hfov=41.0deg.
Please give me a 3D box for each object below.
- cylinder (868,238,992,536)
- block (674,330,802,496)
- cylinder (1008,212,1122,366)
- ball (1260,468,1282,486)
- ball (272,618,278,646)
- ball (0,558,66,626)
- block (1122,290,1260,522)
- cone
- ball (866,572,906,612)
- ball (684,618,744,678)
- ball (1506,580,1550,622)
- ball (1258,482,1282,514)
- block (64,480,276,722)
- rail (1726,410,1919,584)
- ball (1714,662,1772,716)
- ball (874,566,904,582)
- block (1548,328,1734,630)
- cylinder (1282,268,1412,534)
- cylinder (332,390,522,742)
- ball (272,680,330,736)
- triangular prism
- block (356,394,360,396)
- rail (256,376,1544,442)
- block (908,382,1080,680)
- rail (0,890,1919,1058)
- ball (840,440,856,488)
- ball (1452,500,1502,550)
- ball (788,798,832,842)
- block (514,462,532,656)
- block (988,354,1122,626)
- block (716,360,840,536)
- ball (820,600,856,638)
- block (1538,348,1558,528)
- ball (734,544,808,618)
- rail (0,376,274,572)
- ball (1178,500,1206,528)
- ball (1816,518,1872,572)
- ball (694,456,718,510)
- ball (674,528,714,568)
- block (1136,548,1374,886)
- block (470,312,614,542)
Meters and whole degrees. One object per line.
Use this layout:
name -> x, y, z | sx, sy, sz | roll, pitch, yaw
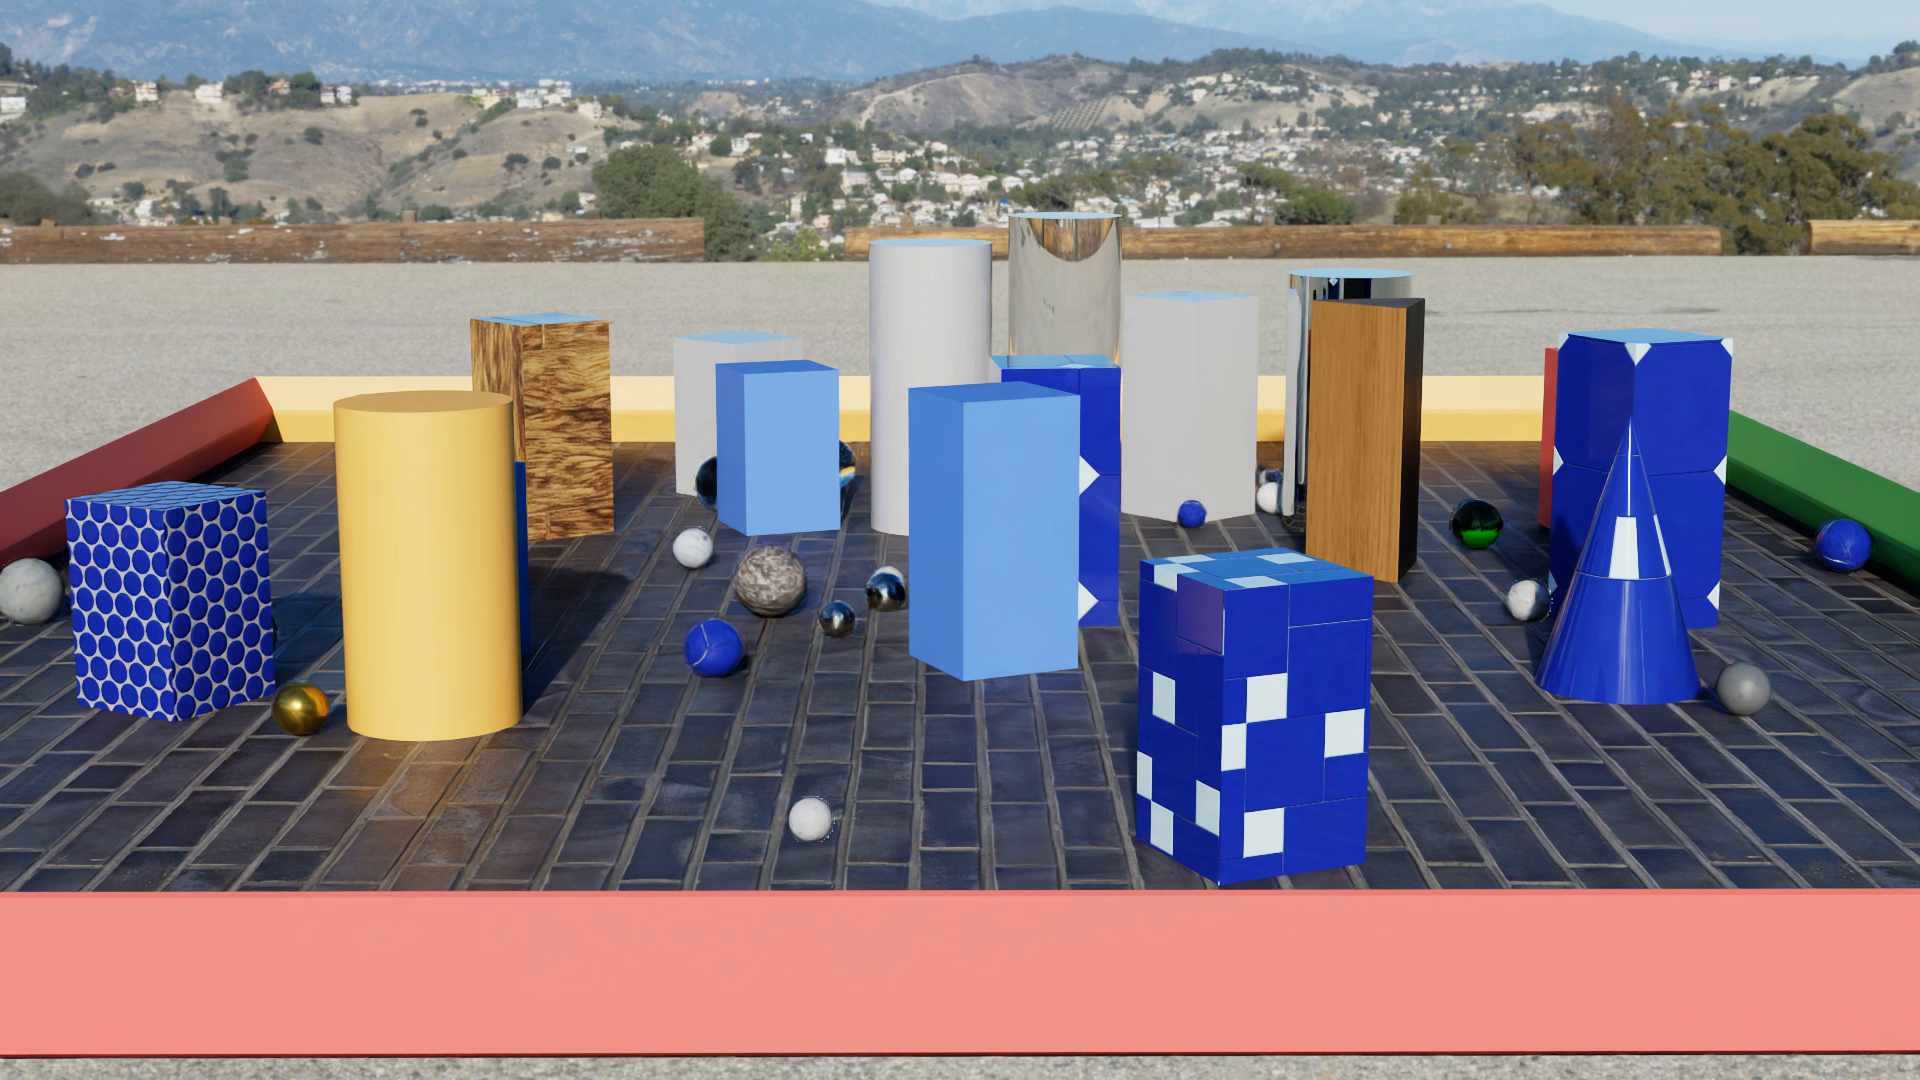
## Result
cylinder -> -0.046, -0.245, 4.060 | 0.194, 0.450, 0.194 | 0, 11, 0
block -> -0.378, -0.214, 4.392 | 0.155, 0.268, 0.155 | 10, 14, 43
cylinder -> 0.179, -0.322, 4.416 | 0.194, 0.472, 0.194 | 0, 11, 0
ball -> 0.537, -0.104, 4.420 | 0.043, 0.043, 0.043 | 0, 11, 0
ball -> -0.877, 0.115, 3.149 | 0.076, 0.076, 0.076 | 0, 11, 0
ball -> -1.221, 0.068, 3.369 | 0.088, 0.088, 0.088 | 0, 11, 0
block -> 0.375, -0.220, 4.183 | 0.155, 0.356, 0.155 | -9, 14, -41
cone -> 0.782, 0.013, 3.020 | 0.194, 0.323, 0.194 | 0, 11, 0
ball -> -0.100, 0.070, 3.447 | 0.055, 0.055, 0.055 | 0, 11, 0
ball -> -0.296, 0.130, 3.081 | 0.071, 0.071, 0.071 | 0, 11, 0
ball -> 0.749, 0.081, 3.384 | 0.057, 0.057, 0.057 | 0, 11, 0
ball -> 0.513, -0.069, 4.202 | 0.053, 0.053, 0.053 | 0, 11, 0
block -> -0.909, 0.067, 2.958 | 0.155, 0.240, 0.155 | 6, 12, 29
rail -> 1.338, 0.031, 3.457 | 0.045, 0.126, 3.162 | 0, 11, 0
ball -> 0.885, 0.168, 2.900 | 0.061, 0.061, 0.061 | 0, 11, 0
ball -> -0.099, 0.059, 3.534 | 0.046, 0.046, 0.046 | 0, 11, 0
block -> 0.891, -0.080, 3.370 | 0.155, 0.378, 0.155 | -5, 12, -24
cylinder -> 0.609, -0.219, 4.047 | 0.194, 0.404, 0.194 | 0, 11, 0
cylinder -> -0.591, 0.024, 2.858 | 0.194, 0.360, 0.194 | 0, 11, 0
ball -> -0.724, 0.185, 2.817 | 0.060, 0.060, 0.060 | 0, 11, 0
triangular prism -> 0.618, -0.152, 3.724 | 0.146, 0.390, 0.168 | -9, 14, -40
block -> -0.784, -0.069, 3.639 | 0.155, 0.259, 0.155 | 0, 11, -3
rail -> -0.009, -0.252, 4.980 | 2.724, 0.126, 0.045 | 0, 11, 0
block -> 0.040, -0.015, 3.138 | 0.155, 0.335, 0.155 | -5, 12, -25
rail -> 0.009, 0.317, 1.918 | 2.724, 0.126, 0.045 | 0, 11, 0
ball -> -0.224, -0.130, 4.426 | 0.091, 0.091, 0.091 | 0, 11, 0
ball -> 0.785, -0.024, 3.895 | 0.076, 0.076, 0.076 | 0, 11, 0
ball -> -0.142, 0.265, 2.431 | 0.042, 0.042, 0.042 | 0, 11, 0
block -> -0.640, 0.029, 3.160 | 0.155, 0.240, 0.155 | 4, 11, 22
block -> 0.123, -0.068, 3.408 | 0.155, 0.340, 0.155 | -1, 11, -5
block -> -0.290, -0.150, 4.085 | 0.155, 0.254, 0.155 | -4, 11, -21
ball -> -0.158, 0.102, 3.300 | 0.047, 0.047, 0.047 | 0, 11, 0
block -> 1.016, -0.154, 4.030 | 0.155, 0.282, 0.155 | -2, 11, -8
ball -> -0.252, 0.055, 3.415 | 0.097, 0.097, 0.097 | 0, 11, 0
rail -> -1.338, 0.034, 3.441 | 0.045, 0.126, 3.162 | 0, 11, 0
ball -> 0.368, -0.041, 4.072 | 0.046, 0.046, 0.046 | 0, 11, 0
ball -> 1.281, 0.008, 3.717 | 0.078, 0.078, 0.078 | 0, 11, 0
ball -> -0.389, -0.094, 4.224 | 0.094, 0.094, 0.094 | 0, 11, 0
ball -> -0.389, 0.012, 3.747 | 0.059, 0.059, 0.059 | 0, 11, 0
block -> 0.271, 0.159, 2.381 | 0.155, 0.270, 0.155 | -5, 12, -24
block -> -0.656, -0.180, 4.029 | 0.155, 0.334, 0.155 | -9, 14, -40
